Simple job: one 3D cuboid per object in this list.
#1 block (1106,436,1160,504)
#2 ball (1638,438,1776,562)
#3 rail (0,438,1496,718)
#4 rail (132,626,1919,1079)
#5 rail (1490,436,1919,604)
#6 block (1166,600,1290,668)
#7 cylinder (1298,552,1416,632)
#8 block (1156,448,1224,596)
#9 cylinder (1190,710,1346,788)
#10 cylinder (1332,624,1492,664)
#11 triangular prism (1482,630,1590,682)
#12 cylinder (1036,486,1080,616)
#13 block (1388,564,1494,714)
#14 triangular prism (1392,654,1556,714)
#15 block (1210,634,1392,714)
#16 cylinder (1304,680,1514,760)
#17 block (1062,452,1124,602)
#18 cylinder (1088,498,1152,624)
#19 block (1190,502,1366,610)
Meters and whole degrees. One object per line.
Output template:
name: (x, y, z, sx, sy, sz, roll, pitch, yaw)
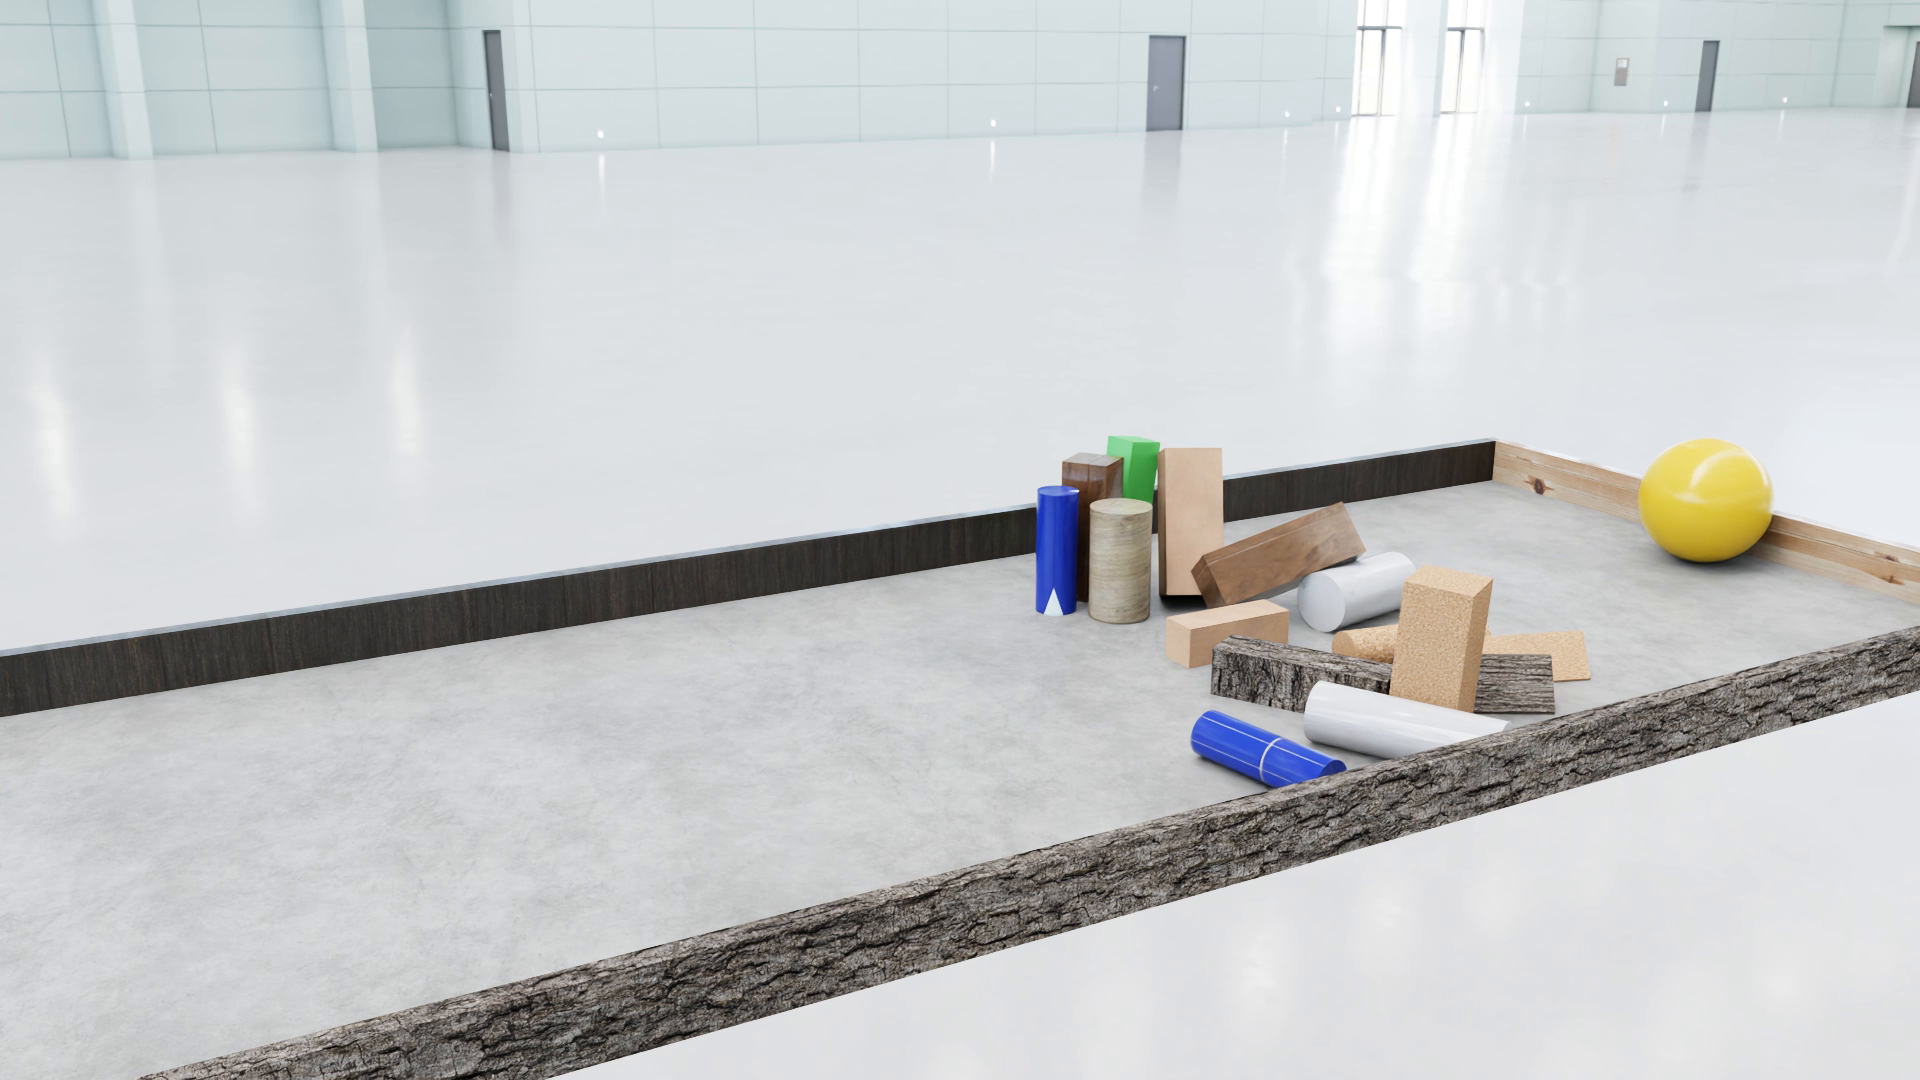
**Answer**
block: (0.488, -0.088, 4.873, 0.108, 0.428, 0.108, -2, 14, -36)
ball: (2.298, -0.123, 5.086, 0.388, 0.388, 0.388, 0, 16, 0)
rail: (-3.305, 0.497, 3.399, 12.000, 0.150, 0.050, -9, 18, -27)
rail: (-2.336, 1.006, 1.665, 12.000, 0.150, 0.050, -9, 18, -27)
rail: (2.466, -0.048, 5.253, 0.050, 0.150, 2.100, -9, 18, -27)
block: (0.703, 0.245, 4.333, 0.318, 0.107, 0.107, -9, 18, -27)
cylinder: (1.107, 0.142, 4.580, 0.321, 0.165, 0.165, -12, 20, -36)
block: (0.660, -0.050, 4.733, 0.162, 0.416, 0.162, 0, -3, -1)
cylinder: (0.663, 0.470, 3.565, 0.107, 0.107, 0.351, -13, 21, -37)
cylinder: (1.159, 0.270, 4.229, 0.397, 0.117, 0.117, -5, 17, -18)
triangular prism: (1.363, 0.292, 4.160, 0.434, 0.108, 0.125, -3, 17, -9)
cylinder: (0.272, 0.029, 4.637, 0.117, 0.348, 0.117, 0, 17, 0)
block: (1.097, 0.265, 3.782, 0.156, 0.370, 0.156, 14, 21, 30)
triangular prism: (1.235, 0.334, 3.990, 0.373, 0.123, 0.142, 0, 16, 2)
block: (0.833, 0.340, 3.985, 0.434, 0.121, 0.121, 10, 19, 30)
cylinder: (0.992, 0.425, 3.661, 0.429, 0.140, 0.140, 11, 20, 33)
block: (0.378, -0.035, 4.751, 0.135, 0.406, 0.135, 8, 17, 25)
cylinder: (0.446, 0.058, 4.596, 0.173, 0.315, 0.173, 0, 16, 0)
block: (0.882, 0.059, 4.577, 0.432, 0.155, 0.155, -20, -15, -11)
